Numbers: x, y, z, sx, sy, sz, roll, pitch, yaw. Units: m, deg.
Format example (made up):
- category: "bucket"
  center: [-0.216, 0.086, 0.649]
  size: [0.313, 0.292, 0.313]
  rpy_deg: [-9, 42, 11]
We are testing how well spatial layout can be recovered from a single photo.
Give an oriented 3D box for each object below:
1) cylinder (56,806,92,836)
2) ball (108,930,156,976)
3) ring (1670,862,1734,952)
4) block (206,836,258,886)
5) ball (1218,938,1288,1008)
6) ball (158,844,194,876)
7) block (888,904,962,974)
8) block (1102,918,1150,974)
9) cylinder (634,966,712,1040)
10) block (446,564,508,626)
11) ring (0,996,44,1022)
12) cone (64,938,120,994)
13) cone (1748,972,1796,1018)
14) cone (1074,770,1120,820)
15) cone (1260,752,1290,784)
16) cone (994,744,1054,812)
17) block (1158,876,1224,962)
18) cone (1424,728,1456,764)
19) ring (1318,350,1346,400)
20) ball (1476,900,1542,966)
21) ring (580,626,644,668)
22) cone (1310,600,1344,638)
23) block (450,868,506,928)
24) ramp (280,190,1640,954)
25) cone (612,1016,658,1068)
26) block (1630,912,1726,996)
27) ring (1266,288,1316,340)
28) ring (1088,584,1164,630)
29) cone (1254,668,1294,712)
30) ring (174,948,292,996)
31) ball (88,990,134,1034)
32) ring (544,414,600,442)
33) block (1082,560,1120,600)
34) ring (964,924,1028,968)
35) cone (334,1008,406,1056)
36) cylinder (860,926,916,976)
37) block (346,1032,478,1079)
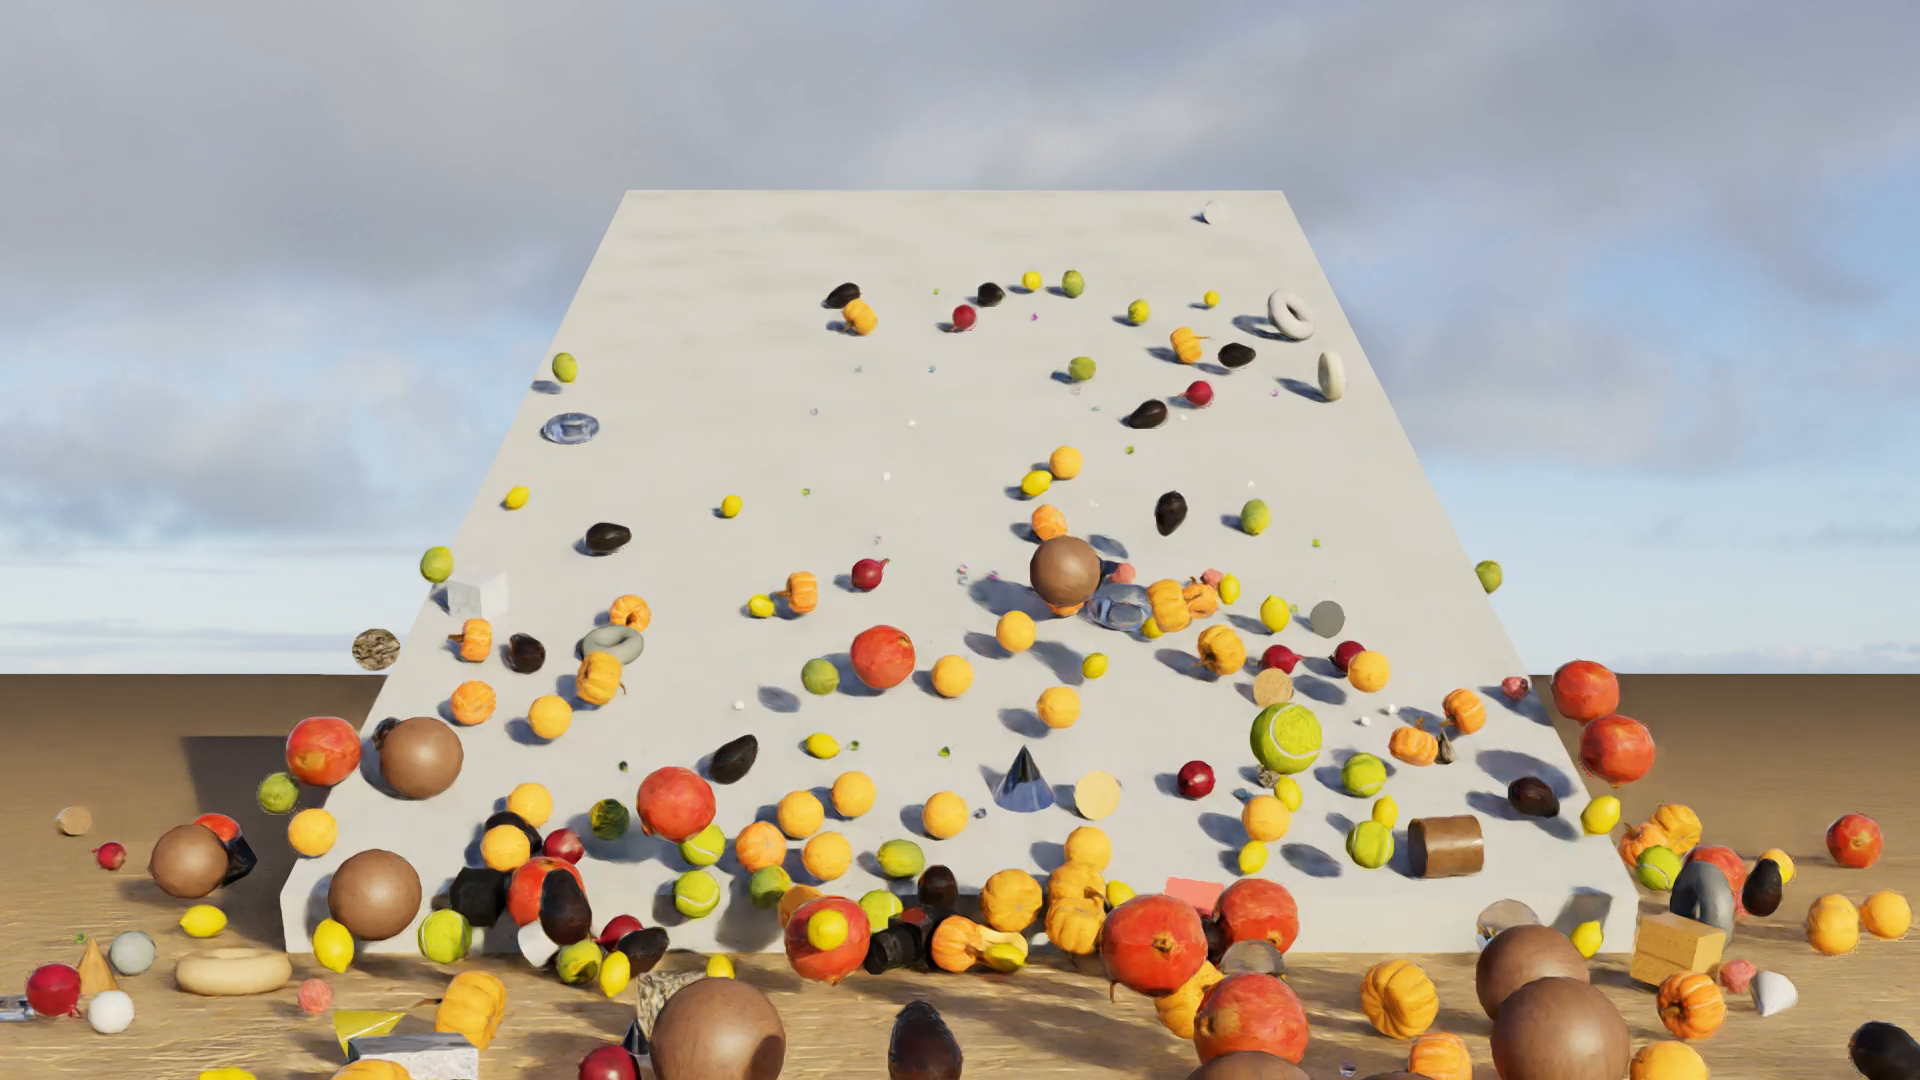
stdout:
- category: "cylinder"
  center: [-2.217, 0.703, 5.797]
  size: [0.073, 0.073, 0.073]
  rpy_deg: [2, -9, -30]
- category: "ball"
  center: [-1.142, 0.570, 3.198]
  size: [0.062, 0.062, 0.062]
  rpy_deg: [0, -3, 0]
- category: "ring"
  center: [1.028, 0.514, 3.213]
  size: [0.046, 0.137, 0.137]
  rpy_deg: [3, -3, -8]
- category: "block"
  center: [-1.394, 0.614, 4.436]
  size: [0.060, 0.060, 0.060]
  rpy_deg: [-25, 17, 11]
- category: "ball"
  center: [0.366, 0.541, 2.898]
  size: [0.086, 0.086, 0.086]
  rpy_deg: [0, -3, 0]
- category: "ball"
  center: [-1.592, 0.650, 4.710]
  size: [0.067, 0.067, 0.067]
  rpy_deg: [0, -3, 0]
- category: "block"
  center: [-0.049, 0.559, 3.254]
  size: [0.069, 0.069, 0.069]
  rpy_deg: [-14, 13, -41]
- category: "block"
  center: [0.231, 0.561, 3.203]
  size: [0.057, 0.057, 0.057]
  rpy_deg: [-1, -31, 12]
- category: "cylinder"
  center: [-0.329, 0.531, 2.648]
  size: [0.075, 0.075, 0.075]
  rpy_deg: [11, -5, -12]
- category: "block"
  center: [-0.891, 0.100, 4.282]
  size: [0.077, 0.077, 0.077]
  rpy_deg: [12, 26, 25]
- category: "ring"
  center: [-1.150, 0.567, 2.806]
  size: [0.076, 0.025, 0.076]
  rpy_deg: [0, -4, 0]
- category: "cone"
  center: [-1.143, 0.558, 3.053]
  size: [0.069, 0.069, 0.069]
  rpy_deg: [0, -3, 0]
- category: "cone"
  center: [0.987, 0.568, 2.833]
  size: [0.057, 0.057, 0.057]
  rpy_deg: [-2, 23, 31]
- category: "cone"
  center: [0.202, 0.401, 3.648]
  size: [0.076, 0.076, 0.076]
  rpy_deg: [1, -5, -18]
- category: "cone"
  center: [0.496, 0.373, 3.727]
  size: [0.053, 0.053, 0.053]
  rpy_deg: [1, -16, -15]
- category: "cone"
  center: [0.101, 0.364, 3.655]
  size: [0.097, 0.097, 0.097]
  rpy_deg: [0, 23, 0]
- category: "block"
  center: [0.327, 0.538, 3.286]
  size: [0.080, 0.080, 0.080]
  rpy_deg: [6, 28, 10]
- category: "cone"
  center: [0.787, 0.330, 3.789]
  size: [0.053, 0.053, 0.053]
  rpy_deg: [0, 23, 0]
- category: "ring"
  center: [0.855, -0.379, 5.336]
  size: [0.039, 0.117, 0.117]
  rpy_deg: [-9, -2, -7]
- category: "ball"
  center: [0.676, 0.483, 2.854]
  size: [0.081, 0.081, 0.081]
  rpy_deg: [0, -3, 0]
- category: "ring"
  center: [-0.620, 0.189, 4.127]
  size: [0.115, 0.038, 0.115]
  rpy_deg: [-2, 26, 1]
- category: "cone"
  center: [0.683, 0.146, 4.237]
  size: [0.067, 0.067, 0.067]
  rpy_deg: [-2, -5, 29]
- category: "block"
  center: [-0.696, 0.516, 3.347]
  size: [0.060, 0.060, 0.060]
  rpy_deg: [3, 25, 6]
- category: "ramp"
  center: [-0.008, -0.227, 5.263]
  size: [2.000, 0.100, 4.000]
  rpy_deg: [0, 23, 0]
- category: "cone"
  center: [-0.349, 0.537, 2.489]
  size: [0.050, 0.050, 0.050]
  rpy_deg: [0, -3, 0]
- category: "block"
  center: [0.943, 0.543, 3.043]
  size: [0.080, 0.080, 0.080]
  rpy_deg: [16, 9, 43]
- category: "ring"
  center: [0.825, -0.562, 5.766]
  size: [0.146, 0.146, 0.049]
  rpy_deg: [3, -32, -39]
- category: "ring"
  center: [0.305, 0.123, 4.274]
  size: [0.143, 0.048, 0.143]
  rpy_deg: [1, 23, 0]
- category: "cone"
  center: [0.555, 0.260, 3.974]
  size: [0.075, 0.075, 0.075]
  rpy_deg: [-2, -10, 38]
- category: "ring"
  center: [-0.958, 0.569, 3.053]
  size: [0.149, 0.050, 0.149]
  rpy_deg: [1, -2, 0]
- category: "ball"
  center: [-0.983, 0.547, 2.686]
  size: [0.051, 0.051, 0.051]
  rpy_deg: [0, -3, 0]
- category: "ring"
  center: [-0.859, -0.248, 5.132]
  size: [0.123, 0.041, 0.123]
  rpy_deg: [0, 22, 0]
- category: "block"
  center: [0.266, 0.077, 4.364]
  size: [0.058, 0.058, 0.058]
  rpy_deg: [6, 24, 13]
- category: "ring"
  center: [0.051, 0.573, 3.272]
  size: [0.092, 0.031, 0.092]
  rpy_deg: [9, 21, -3]
- category: "cone"
  center: [-0.618, 0.515, 2.462]
  size: [0.066, 0.066, 0.066]
  rpy_deg: [-23, -5, 3]
- category: "cylinder"
  center: [-0.101, 0.570, 3.217]
  size: [0.055, 0.055, 0.055]
  rpy_deg: [-3, 5, 44]
- category: "block"
  center: [-0.477, 0.487, 2.015]
  size: [0.098, 0.098, 0.098]
  rpy_deg: [1, -3, -21]
